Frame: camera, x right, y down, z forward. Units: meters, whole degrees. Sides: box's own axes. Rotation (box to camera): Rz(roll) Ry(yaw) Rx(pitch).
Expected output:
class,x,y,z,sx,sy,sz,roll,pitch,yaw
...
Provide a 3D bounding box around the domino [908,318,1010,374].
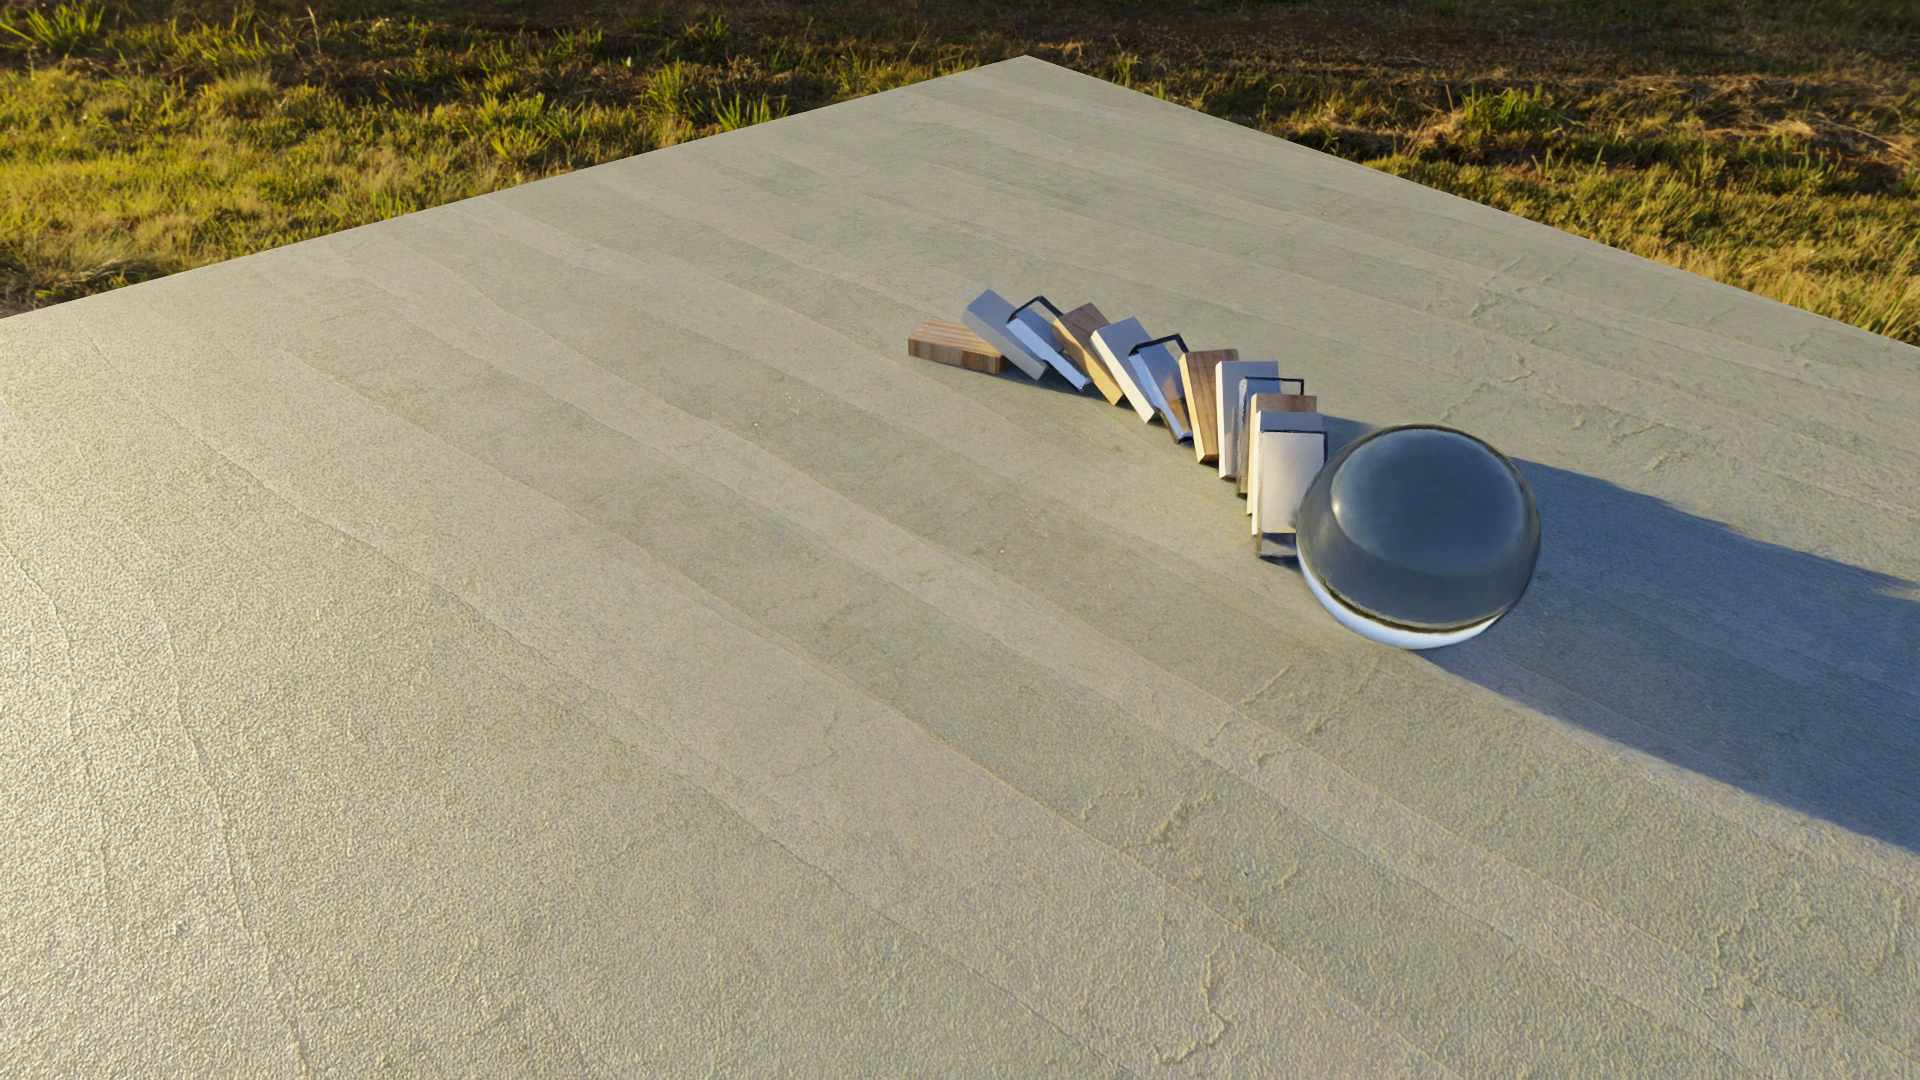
class,x,y,z,sx,sy,sz,roll,pitch,yaw
domino,0.001,-0.100,0.566,0.050,0.010,0.025,15,42,17

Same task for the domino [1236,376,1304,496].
class,x,y,z,sx,sy,sz,roll,pitch,yaw
domino,0.133,-0.044,0.471,0.025,0.050,0.009,3,-5,3

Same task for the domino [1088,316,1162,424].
class,x,y,z,sx,sy,sz,roll,pitch,yaw
domino,0.086,-0.082,0.526,0.025,0.010,0.050,-24,72,-27

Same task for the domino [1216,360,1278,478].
class,x,y,z,sx,sy,sz,roll,pitch,yaw
domino,0.127,-0.053,0.482,0.025,0.050,0.009,-1,-5,-1

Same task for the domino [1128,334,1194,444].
class,x,y,z,sx,sy,sz,roll,pitch,yaw
domino,0.102,-0.071,0.513,0.025,0.009,0.050,-17,69,-20

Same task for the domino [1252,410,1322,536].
class,x,y,z,sx,sy,sz,roll,pitch,yaw
domino,0.134,-0.027,0.450,0.025,0.050,0.009,3,-5,3

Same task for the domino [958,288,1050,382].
class,x,y,z,sx,sy,sz,roll,pitch,yaw
domino,0.027,-0.104,0.554,0.050,0.010,0.025,38,47,4

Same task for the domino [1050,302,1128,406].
class,x,y,z,sx,sy,sz,roll,pitch,yaw
domino,0.070,-0.091,0.538,0.025,0.010,0.050,-31,76,-32

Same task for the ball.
class,x,y,z,sx,sy,sz,roll,pitch,yaw
ball,0.160,-0.001,0.389,0.080,0.080,0.080,0,39,0

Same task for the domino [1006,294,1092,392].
class,x,y,z,sx,sy,sz,roll,pitch,yaw
domino,0.049,-0.098,0.548,0.050,0.010,0.025,44,52,9

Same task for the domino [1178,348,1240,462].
class,x,y,z,sx,sy,sz,roll,pitch,yaw
domino,0.117,-0.061,0.497,0.025,0.010,0.050,-5,73,-6

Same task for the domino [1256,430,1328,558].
class,x,y,z,sx,sy,sz,roll,pitch,yaw
domino,0.133,-0.018,0.440,0.025,0.050,0.009,2,-5,3

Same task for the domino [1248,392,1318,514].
class,x,y,z,sx,sy,sz,roll,pitch,yaw
domino,0.135,-0.035,0.460,0.025,0.050,0.010,3,-5,3
